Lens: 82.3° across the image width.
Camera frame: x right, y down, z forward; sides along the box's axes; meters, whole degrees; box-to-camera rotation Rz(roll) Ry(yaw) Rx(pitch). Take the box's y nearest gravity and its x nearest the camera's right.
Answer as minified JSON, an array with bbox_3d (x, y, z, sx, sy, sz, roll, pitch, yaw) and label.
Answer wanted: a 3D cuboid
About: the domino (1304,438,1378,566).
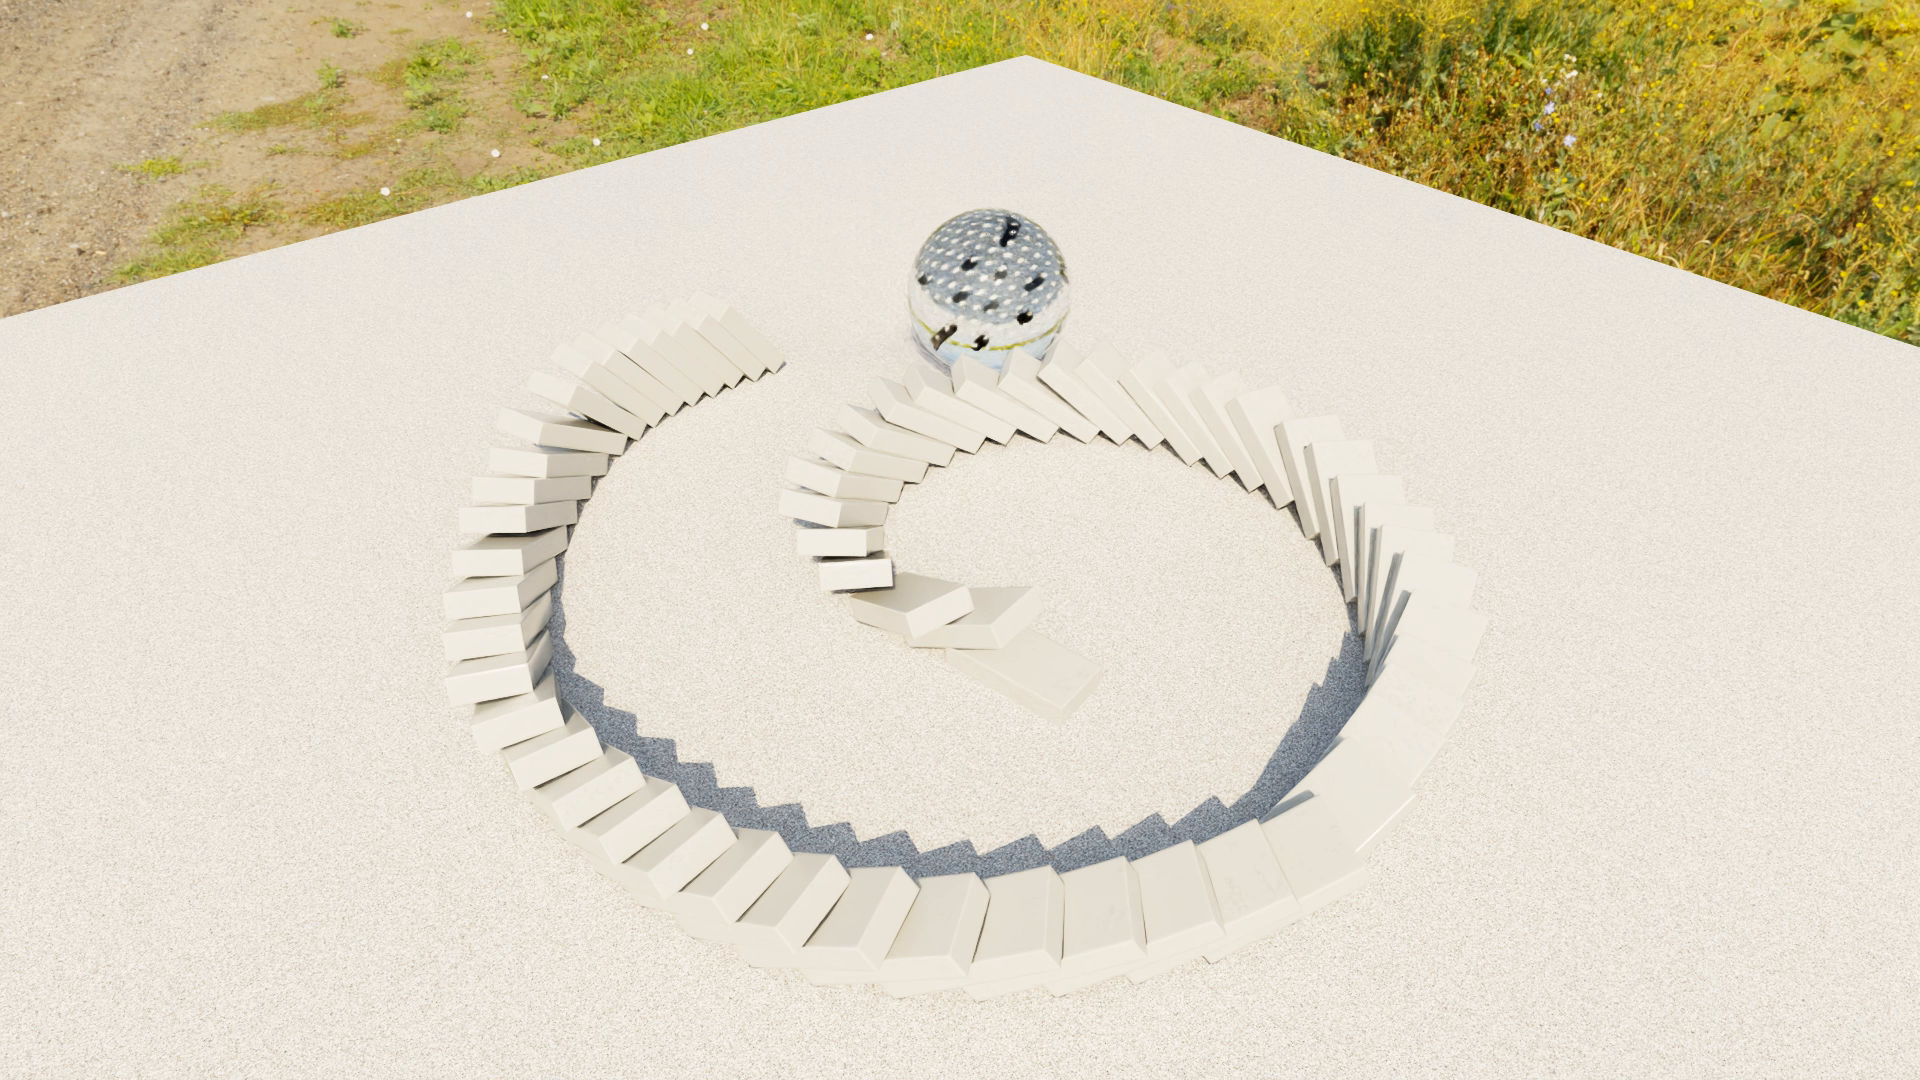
[{"bbox_3d":[0.156,-0.015,0.442,0.025,0.010,0.050,-3,71,-6],"label":"domino"}]

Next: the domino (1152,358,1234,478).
[{"bbox_3d":[0.110,-0.054,0.488,0.025,0.010,0.050,-33,85,-35],"label":"domino"}]

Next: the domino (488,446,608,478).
[{"bbox_3d":[-0.172,-0.033,0.463,0.025,0.009,0.050,8,6,9],"label":"domino"}]

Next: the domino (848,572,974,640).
[{"bbox_3d":[-0.018,0.023,0.396,0.025,0.009,0.050,-24,15,-25],"label":"domino"}]

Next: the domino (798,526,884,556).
[{"bbox_3d":[-0.045,0.000,0.421,0.025,0.009,0.050,0,2,3],"label":"domino"}]

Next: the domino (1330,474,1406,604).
[{"bbox_3d":[0.160,-0.001,0.426,0.025,0.009,0.050,0,69,0],"label":"domino"}]

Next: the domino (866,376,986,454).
[{"bbox_3d":[-0.015,-0.056,0.490,0.050,0.010,0.025,17,25,-37],"label":"domino"}]

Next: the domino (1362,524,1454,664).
[{"bbox_3d":[0.161,0.021,0.395,0.025,0.010,0.050,9,75,7],"label":"domino"}]

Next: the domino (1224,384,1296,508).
[{"bbox_3d":[0.136,-0.041,0.470,0.025,0.010,0.050,-18,77,-28],"label":"domino"}]

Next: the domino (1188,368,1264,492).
[{"bbox_3d":[0.123,-0.048,0.480,0.025,0.009,0.050,-26,81,-32],"label":"domino"}]

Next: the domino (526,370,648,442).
[{"bbox_3d":[-0.165,-0.059,0.489,0.025,0.050,0.010,21,85,23],"label":"domino"}]

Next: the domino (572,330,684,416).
[{"bbox_3d":[-0.153,-0.077,0.508,0.025,0.050,0.010,30,84,32],"label":"domino"}]

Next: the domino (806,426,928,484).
[{"bbox_3d":[-0.039,-0.036,0.466,0.025,0.009,0.050,30,14,31],"label":"domino"}]

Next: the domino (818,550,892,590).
[{"bbox_3d":[-0.038,0.011,0.408,0.025,0.009,0.050,-4,3,-5],"label":"domino"}]

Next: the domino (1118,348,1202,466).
[{"bbox_3d":[0.096,-0.060,0.495,0.025,0.010,0.050,-38,88,-37],"label":"domino"}]

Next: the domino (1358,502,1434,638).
[{"bbox_3d":[0.162,0.012,0.409,0.025,0.009,0.050,5,72,6],"label":"domino"}]

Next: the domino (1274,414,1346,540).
[{"bbox_3d":[0.150,-0.027,0.456,0.025,0.009,0.050,-8,72,-10],"label":"domino"}]

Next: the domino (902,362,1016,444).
[{"bbox_3d":[0.000,-0.062,0.497,0.050,0.009,0.025,21,25,-29],"label":"domino"}]

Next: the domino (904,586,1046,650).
[{"bbox_3d":[0.004,0.027,0.390,0.050,0.010,0.025,-5,27,49],"label":"domino"}]

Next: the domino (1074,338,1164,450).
[{"bbox_3d":[0.076,-0.067,0.502,0.050,0.010,0.025,44,41,-4],"label":"domino"}]

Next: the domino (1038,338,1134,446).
[{"bbox_3d":[0.060,-0.068,0.504,0.050,0.009,0.025,39,38,-12],"label":"domino"}]

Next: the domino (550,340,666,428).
[{"bbox_3d":[-0.160,-0.070,0.501,0.025,0.050,0.010,30,84,31],"label":"domino"}]

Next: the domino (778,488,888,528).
[{"bbox_3d":[-0.050,-0.013,0.438,0.025,0.009,0.050,14,6,16],"label":"domino"}]

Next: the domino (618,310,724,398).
[{"bbox_3d":[-0.136,-0.087,0.521,0.025,0.050,0.009,30,83,32],"label":"domino"}]

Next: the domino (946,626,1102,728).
[{"bbox_3d":[0.022,0.044,0.390,0.050,0.010,0.025,26,46,28],"label":"domino"}]

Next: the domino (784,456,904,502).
[{"bbox_3d":[-0.047,-0.025,0.452,0.025,0.010,0.050,21,9,25],"label":"domino"}]

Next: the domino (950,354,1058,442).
[{"bbox_3d":[0.020,-0.065,0.502,0.050,0.010,0.025,24,31,-23],"label":"domino"}]

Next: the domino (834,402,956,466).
[{"bbox_3d":[-0.028,-0.045,0.478,0.050,0.010,0.025,9,23,-49],"label":"domino"}]

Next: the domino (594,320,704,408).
[{"bbox_3d":[-0.145,-0.082,0.515,0.025,0.050,0.010,30,83,32],"label":"domino"}]

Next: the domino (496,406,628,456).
[{"bbox_3d":[-0.172,-0.047,0.479,0.025,0.009,0.050,20,7,24],"label":"domino"}]

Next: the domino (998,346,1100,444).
[{"bbox_3d":[0.042,-0.067,0.505,0.050,0.009,0.025,30,38,-13],"label":"domino"}]
